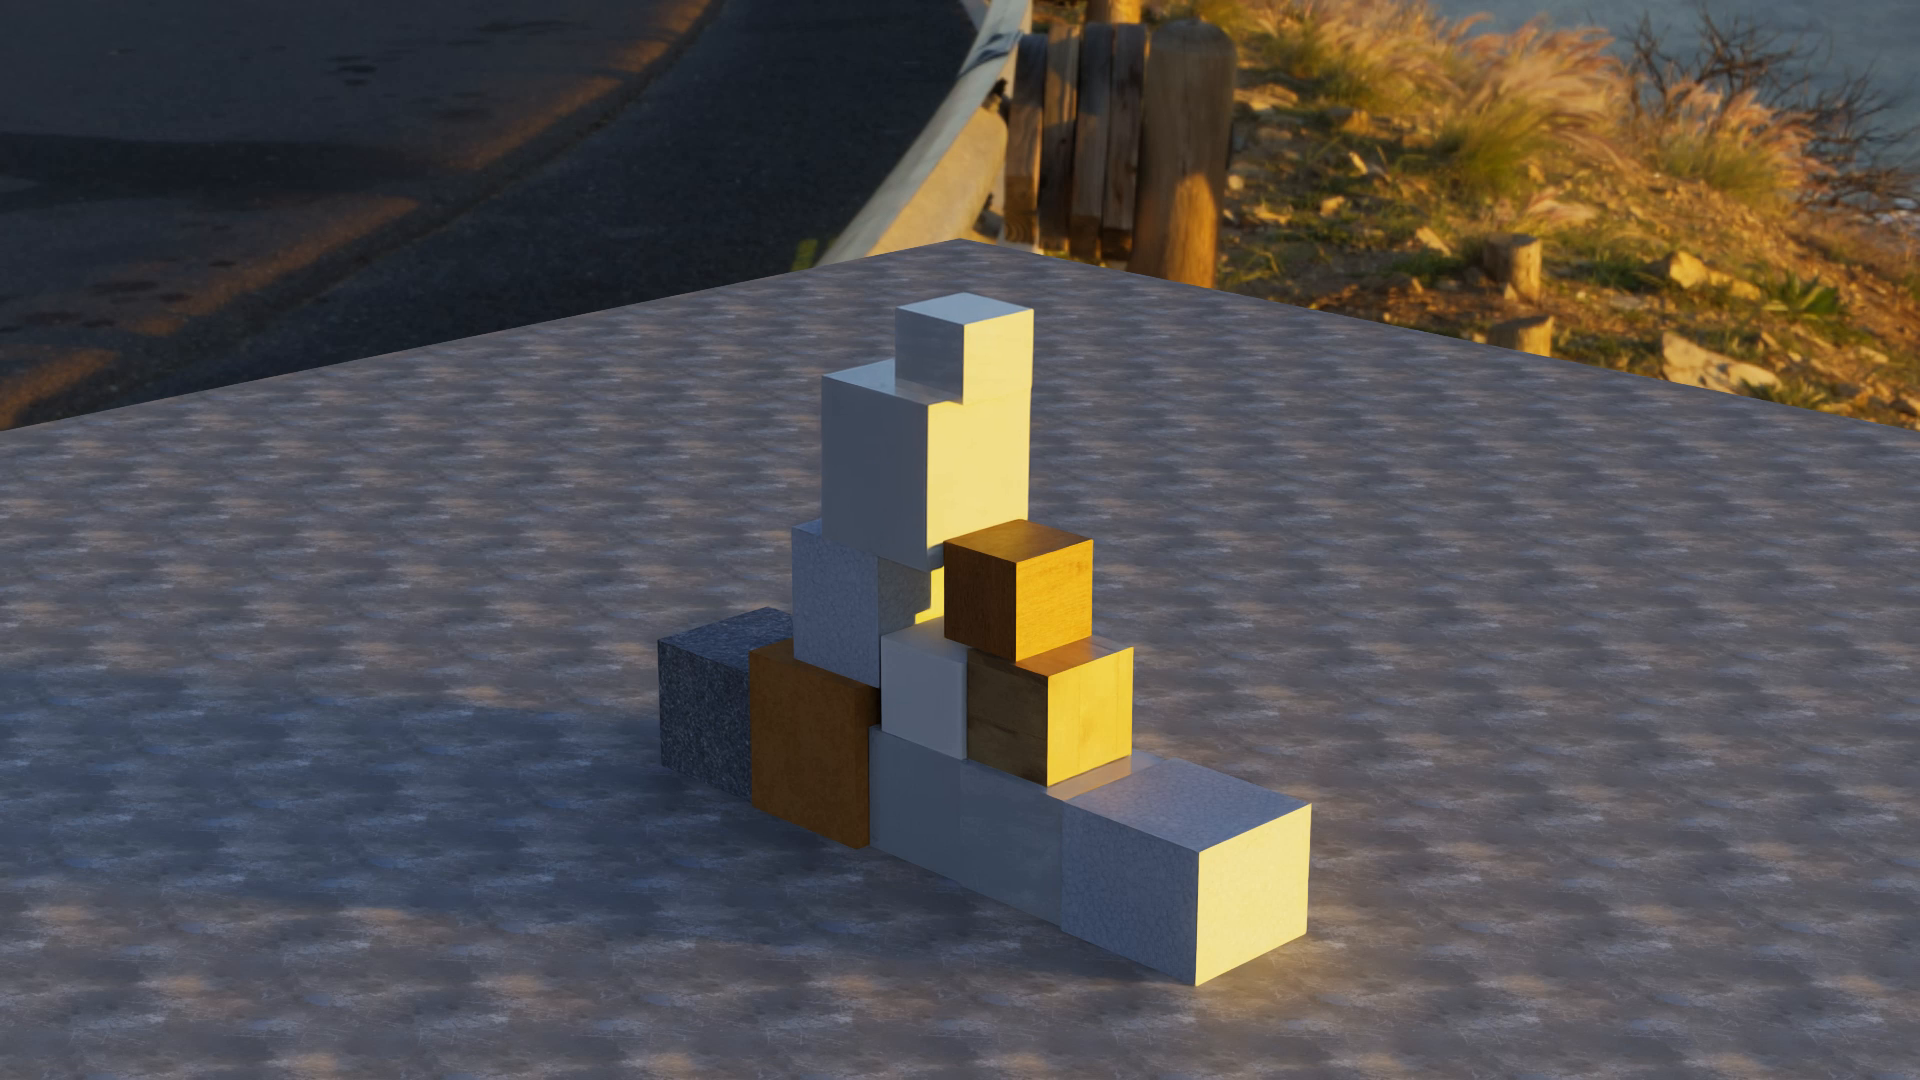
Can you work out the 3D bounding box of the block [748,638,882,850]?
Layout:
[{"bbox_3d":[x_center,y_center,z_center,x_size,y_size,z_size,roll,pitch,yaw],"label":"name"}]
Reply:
[{"bbox_3d":[-0.474,0.908,14.120,0.770,0.800,0.739,-17,24,-42],"label":"block"}]

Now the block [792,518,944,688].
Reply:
[{"bbox_3d":[-0.372,0.249,13.798,0.591,0.652,0.586,-17,24,-42],"label":"block"}]

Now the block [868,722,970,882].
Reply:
[{"bbox_3d":[0.002,1.154,13.681,0.595,0.595,0.611,-17,24,-42],"label":"block"}]

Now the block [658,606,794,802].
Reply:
[{"bbox_3d":[-0.990,0.813,14.644,0.730,0.669,0.717,-17,24,-42],"label":"block"}]

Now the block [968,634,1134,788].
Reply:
[{"bbox_3d":[0.403,0.729,13.159,0.553,0.517,0.496,-17,24,-42],"label":"block"}]

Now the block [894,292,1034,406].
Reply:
[{"bbox_3d":[0.017,-0.856,13.063,0.434,0.362,0.432,-17,25,-42],"label":"block"}]

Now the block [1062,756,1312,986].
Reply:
[{"bbox_3d":[0.981,1.428,12.780,0.741,0.612,0.778,-17,24,-42],"label":"block"}]

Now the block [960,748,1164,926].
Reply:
[{"bbox_3d":[0.469,1.282,13.265,0.676,0.600,0.644,-17,24,-42],"label":"block"}]

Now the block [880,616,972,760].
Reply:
[{"bbox_3d":[0.021,0.655,13.503,0.565,0.462,0.520,-17,24,-42],"label":"block"}]

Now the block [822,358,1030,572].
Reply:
[{"bbox_3d":[-0.159,-0.369,13.389,0.646,0.772,0.693,-17,25,-42],"label":"block"}]

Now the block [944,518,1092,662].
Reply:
[{"bbox_3d":[0.261,0.218,13.163,0.491,0.456,0.450,-17,24,-42],"label":"block"}]
